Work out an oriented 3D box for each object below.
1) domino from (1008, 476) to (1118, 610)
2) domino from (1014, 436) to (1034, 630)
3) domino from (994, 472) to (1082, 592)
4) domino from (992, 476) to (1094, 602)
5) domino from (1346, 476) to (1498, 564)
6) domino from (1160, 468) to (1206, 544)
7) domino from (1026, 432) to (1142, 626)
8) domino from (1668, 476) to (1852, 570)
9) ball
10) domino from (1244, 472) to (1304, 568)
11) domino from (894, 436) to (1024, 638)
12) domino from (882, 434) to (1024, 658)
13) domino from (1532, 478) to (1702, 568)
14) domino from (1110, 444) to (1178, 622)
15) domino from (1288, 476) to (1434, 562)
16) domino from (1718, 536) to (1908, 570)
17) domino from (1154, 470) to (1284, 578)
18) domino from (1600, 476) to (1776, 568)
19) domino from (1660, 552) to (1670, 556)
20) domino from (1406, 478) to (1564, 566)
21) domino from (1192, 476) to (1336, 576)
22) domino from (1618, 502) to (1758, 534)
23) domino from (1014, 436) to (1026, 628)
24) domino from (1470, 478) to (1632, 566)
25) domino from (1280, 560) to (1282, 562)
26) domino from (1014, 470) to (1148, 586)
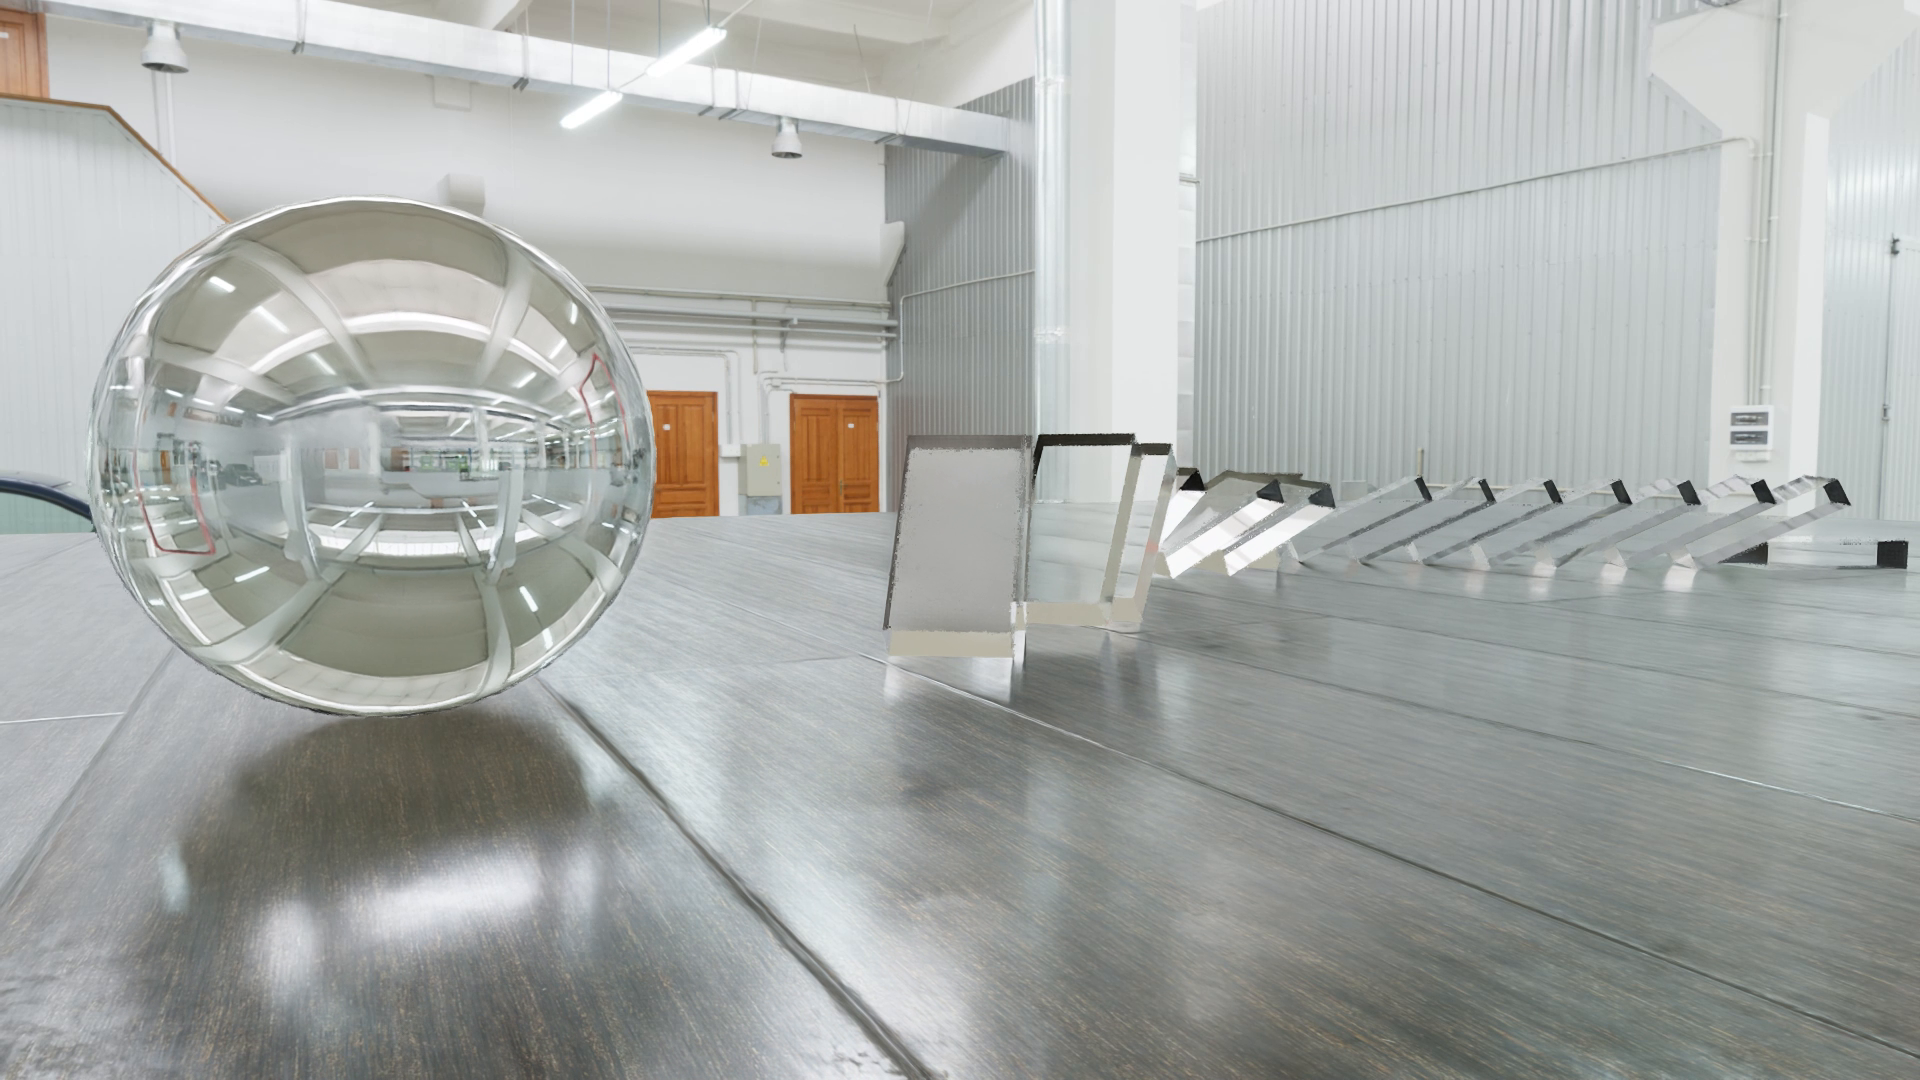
[{"bbox_3d":[0.027,0.000,0.346,0.025,0.009,0.050,0,34,-1],"label":"domino"},{"bbox_3d":[0.004,-0.003,0.305,0.025,0.050,0.009,0,-36,7],"label":"domino"},{"bbox_3d":[0.023,-0.003,0.386,0.025,0.010,0.050,-1,34,2],"label":"domino"},{"bbox_3d":[0.023,-0.001,0.365,0.025,0.009,0.050,0,34,-2],"label":"domino"},{"bbox_3d":[0.164,-0.007,0.461,0.050,0.010,0.025,-26,-1,12],"label":"domino"},{"bbox_3d":[0.056,-0.006,0.418,0.025,0.009,0.050,4,38,44],"label":"domino"},{"bbox_3d":[0.027,-0.003,0.312,0.025,0.050,0.010,1,-34,23],"label":"domino"},{"bbox_3d":[0.271,-0.006,0.439,0.050,0.009,0.025,-26,0,13],"label":"domino"},{"bbox_3d":[-0.088,-0.012,0.200,0.080,0.080,0.080,0,4,0],"label":"ball"},{"bbox_3d":[0.106,-0.008,0.459,0.025,0.009,0.050,2,33,26],"label":"domino"},{"bbox_3d":[0.001,-0.002,0.293,0.025,0.050,0.009,1,-36,7],"label":"domino"},{"bbox_3d":[0.000,0.000,0.268,0.025,0.050,0.009,1,-36,7],"label":"domino"},{"bbox_3d":[0.227,-0.006,0.448,0.050,0.010,0.025,-26,-1,11],"label":"domino"},{"bbox_3d":[0.037,-0.003,0.323,0.025,0.050,0.009,2,-39,23],"label":"domino"},{"bbox_3d":[0.144,-0.008,0.466,0.050,0.009,0.025,-26,-1,9],"label":"domino"},{"bbox_3d":[0.296,0.004,0.447,0.050,0.009,0.025,0,4,-4],"label":"domino"},{"bbox_3d":[0.080,-0.006,0.424,0.050,0.009,0.025,-31,23,-21],"label":"domino"},{"bbox_3d":[0.250,-0.006,0.443,0.050,0.009,0.025,-26,-1,13],"label":"domino"},{"bbox_3d":[0.282,0.000,0.511,0.025,0.009,0.050,0,4,2],"label":"domino"},{"bbox_3d":[0.185,-0.007,0.456,0.050,0.009,0.025,-26,-1,12],"label":"domino"},{"bbox_3d":[0.099,-0.006,0.433,0.050,0.009,0.025,-29,22,-23],"label":"domino"},{"bbox_3d":[0.279,-0.009,0.494,0.025,0.010,0.050,0,4,-1],"label":"domino"},{"bbox_3d":[0.000,-0.001,0.280,0.025,0.050,0.009,1,-36,7],"label":"domino"},{"bbox_3d":[0.206,-0.007,0.451,0.050,0.010,0.025,-26,-1,12],"label":"domino"},{"bbox_3d":[0.107,0.001,0.487,0.025,0.010,0.050,1,4,10],"label":"domino"},{"bbox_3d":[0.039,-0.005,0.404,0.025,0.009,0.050,2,36,29],"label":"domino"}]
